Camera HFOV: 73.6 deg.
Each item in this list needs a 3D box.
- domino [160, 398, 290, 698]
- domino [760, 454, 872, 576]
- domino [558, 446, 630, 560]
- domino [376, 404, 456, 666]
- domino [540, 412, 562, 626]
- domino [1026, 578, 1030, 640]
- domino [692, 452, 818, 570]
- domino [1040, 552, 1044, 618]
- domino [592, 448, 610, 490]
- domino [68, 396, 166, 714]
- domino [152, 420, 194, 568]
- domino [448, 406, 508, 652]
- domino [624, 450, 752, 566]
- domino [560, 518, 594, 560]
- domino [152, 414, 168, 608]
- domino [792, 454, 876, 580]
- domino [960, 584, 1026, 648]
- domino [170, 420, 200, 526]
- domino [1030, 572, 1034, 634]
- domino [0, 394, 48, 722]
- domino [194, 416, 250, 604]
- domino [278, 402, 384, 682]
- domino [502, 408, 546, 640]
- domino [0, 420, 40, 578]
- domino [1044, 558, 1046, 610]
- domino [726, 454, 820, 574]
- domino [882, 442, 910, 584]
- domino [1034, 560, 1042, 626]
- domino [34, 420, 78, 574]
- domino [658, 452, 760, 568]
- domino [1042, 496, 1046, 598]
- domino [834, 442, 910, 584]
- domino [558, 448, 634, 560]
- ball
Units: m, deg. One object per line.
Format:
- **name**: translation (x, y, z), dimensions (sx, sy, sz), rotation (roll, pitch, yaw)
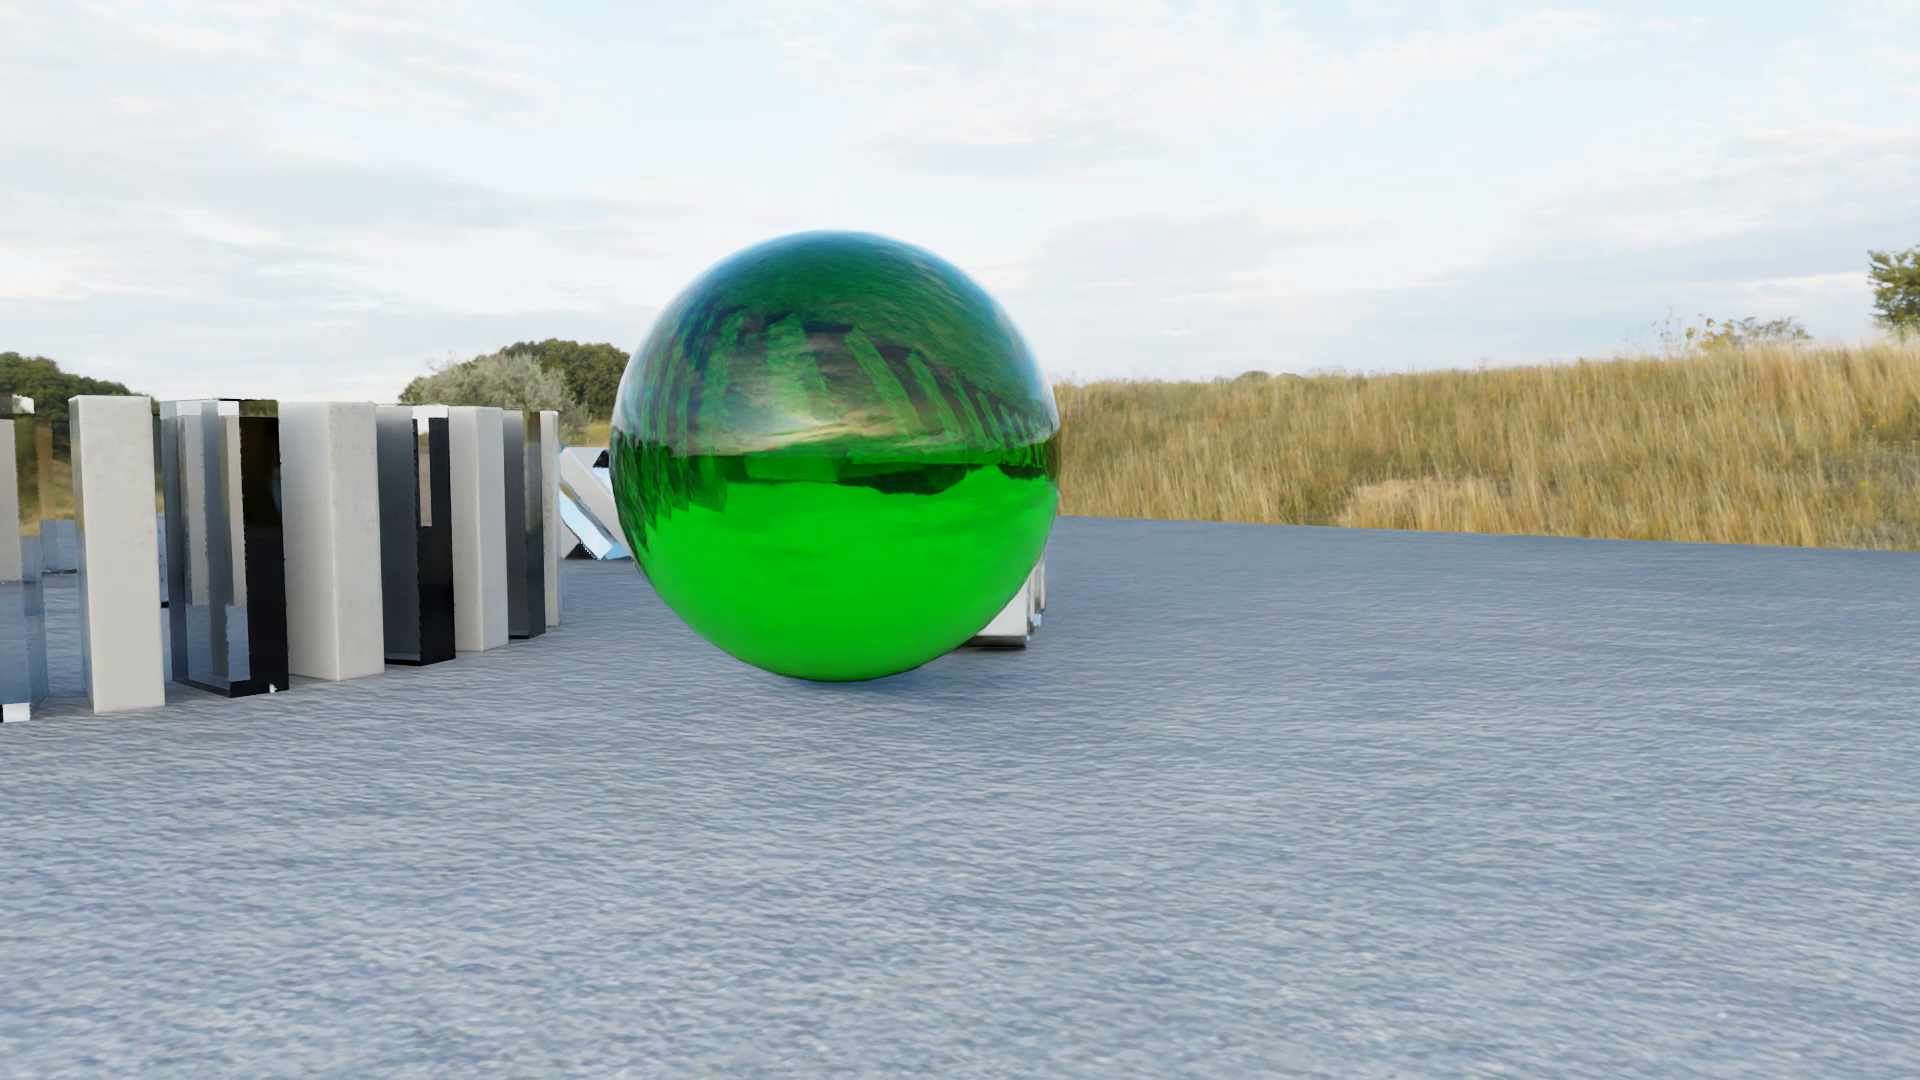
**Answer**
- **domino**: translation (-0.129, 0.001, 0.224), dimensions (0.025, 0.050, 0.009), rotation (3, 6, 39)
- **domino**: translation (-0.045, -0.009, 0.431), dimensions (0.025, 0.010, 0.050), rotation (-4, 45, -41)
- **domino**: translation (-0.142, -0.015, 0.483), dimensions (0.050, 0.010, 0.025), rotation (46, 14, 8)
- **domino**: translation (-0.113, -0.001, 0.252), dimensions (0.025, 0.050, 0.010), rotation (2, 5, 20)
- **domino**: translation (-0.107, -0.005, 0.300), dimensions (0.025, 0.050, 0.010), rotation (-1, 4, -11)
- **domino**: translation (0.003, -0.003, 0.283), dimensions (0.025, 0.050, 0.010), rotation (0, -20, 3)
- **domino**: translation (-0.070, -0.011, 0.451), dimensions (0.025, 0.009, 0.050), rotation (-5, 47, -50)
- **domino**: translation (0.008, -0.006, 0.314), dimensions (0.025, 0.050, 0.010), rotation (0, -20, 1)
- **domino**: translation (-0.111, -0.013, 0.475), dimensions (0.050, 0.009, 0.025), rotation (47, 24, 18)
- **domino**: translation (-0.140, 0.002, 0.213), dimensions (0.009, 0.050, 0.025), rotation (-3, 5, -38)
- **domino**: translation (-0.279, -0.016, 0.449), dimensions (0.010, 0.050, 0.025), rotation (-11, 10, -36)
- **domino**: translation (-0.109, -0.003, 0.268), dimensions (0.025, 0.050, 0.010), rotation (1, 4, 13)
- **domino**: translation (-0.097, -0.013, 0.468), dimensions (0.050, 0.010, 0.025), rotation (47, 26, 20)
- **domino**: translation (-0.157, -0.015, 0.484), dimensions (0.010, 0.050, 0.025), rotation (-44, -4, 10)
- **domino**: translation (-0.213, -0.008, 0.342), dimensions (0.025, 0.050, 0.009), rotation (4, 6, 40)
- **domino**: translation (-0.033, -0.008, 0.420), dimensions (0.025, 0.010, 0.050), rotation (-3, 45, -37)
- **domino**: translation (0.002, -0.003, 0.272), dimensions (0.025, 0.050, 0.009), rotation (0, -20, 3)
- **domino**: translation (-0.268, -0.017, 0.457), dimensions (0.010, 0.050, 0.025), rotation (-15, 11, -26)
- **domino**: translation (0.004, -0.004, 0.293), dimensions (0.025, 0.050, 0.009), rotation (0, -20, 3)
- **domino**: translation (-0.154, 0.002, 0.204), dimensions (0.009, 0.050, 0.025), rotation (-2, 5, -30)
- **domino**: translation (-0.202, -0.009, 0.353), dimensions (0.010, 0.050, 0.025), rotation (-4, 6, -40)
- **domino**: translation (-0.120, 0.000, 0.238), dimensions (0.025, 0.050, 0.010), rotation (2, 5, 28)
- **domino**: translation (-0.106, -0.004, 0.284), dimensions (0.025, 0.050, 0.009), rotation (0, 4, 5)
- **domino**: translation (-0.310, -0.014, 0.416), dimensions (0.025, 0.050, 0.010), rotation (3, 5, 36)
- **domino**: translation (0.009, -0.007, 0.325), dimensions (0.025, 0.050, 0.010), rotation (0, -20, 1)
- **domino**: translation (-0.057, -0.010, 0.442), dimensions (0.025, 0.010, 0.050), rotation (-4, 46, -45)
- **domino**: translation (-0.008, -0.009, 0.397), dimensions (0.025, 0.050, 0.010), rotation (1, -41, -15)
- **domino**: translation (0.006, -0.005, 0.303), dimensions (0.025, 0.050, 0.010), rotation (0, -20, 3)
- **domino**: translation (-0.300, -0.015, 0.428), dimensions (0.025, 0.050, 0.009), rotation (4, 6, 40)
- **domino**: translation (-0.083, -0.012, 0.460), dimensions (0.050, 0.010, 0.025), rotation (48, 29, 23)
- **domino**: translation (0.009, -0.007, 0.335), dimensions (0.025, 0.050, 0.009), rotation (0, -20, 1)
- **domino**: translation (-0.020, -0.009, 0.407), dimensions (0.025, 0.050, 0.010), rotation (-2, -39, -28)
- **domino**: translation (-0.126, -0.014, 0.479), dimensions (0.050, 0.009, 0.025), rotation (46, 19, 13)
- **ball**: translation (-0.021, -0.015, 0.229), dimensions (0.080, 0.080, 0.080), rotation (0, 4, 0)
